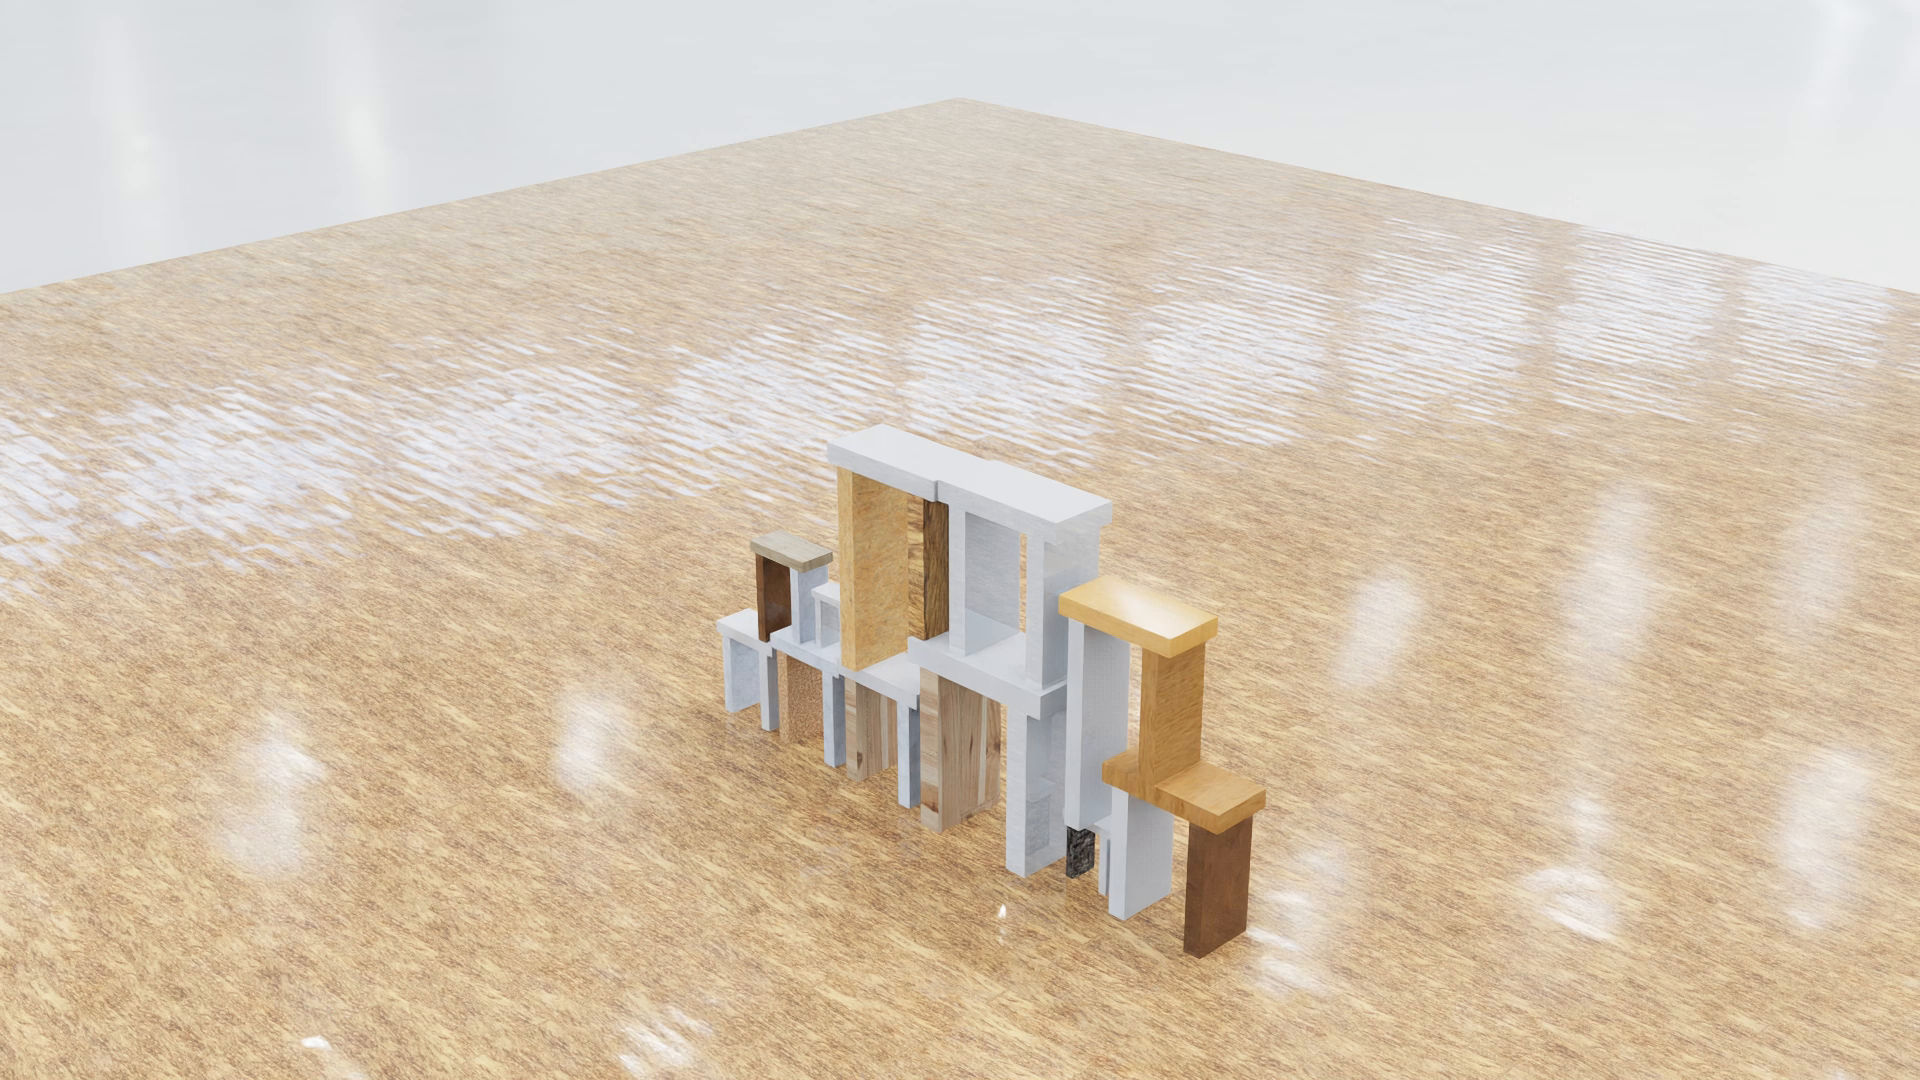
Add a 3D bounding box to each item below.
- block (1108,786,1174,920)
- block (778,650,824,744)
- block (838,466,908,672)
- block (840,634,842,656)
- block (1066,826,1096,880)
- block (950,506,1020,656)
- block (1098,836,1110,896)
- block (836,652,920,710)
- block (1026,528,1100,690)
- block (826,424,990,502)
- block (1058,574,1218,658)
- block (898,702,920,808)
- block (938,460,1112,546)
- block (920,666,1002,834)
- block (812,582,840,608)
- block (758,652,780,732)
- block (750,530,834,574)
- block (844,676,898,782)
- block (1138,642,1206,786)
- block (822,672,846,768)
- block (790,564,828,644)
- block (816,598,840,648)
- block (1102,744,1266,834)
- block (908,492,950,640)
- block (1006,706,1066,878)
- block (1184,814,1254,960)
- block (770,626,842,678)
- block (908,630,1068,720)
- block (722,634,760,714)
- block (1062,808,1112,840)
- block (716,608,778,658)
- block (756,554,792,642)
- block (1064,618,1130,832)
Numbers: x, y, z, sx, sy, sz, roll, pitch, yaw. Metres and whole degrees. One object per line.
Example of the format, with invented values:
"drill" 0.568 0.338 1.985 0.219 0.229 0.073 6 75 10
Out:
"block" 0.339 0.560 4.095 0.038 0.271 0.135 21 31 41
"block" -0.339 0.321 4.728 0.031 0.216 0.108 21 31 41
"block" -0.173 0.040 4.424 0.042 0.435 0.149 21 31 41
"block" -0.222 0.187 4.546 0.016 0.112 0.056 21 31 41
"block" 0.232 0.583 4.226 0.018 0.125 0.063 21 31 41
"block" 0.048 0.058 4.204 0.043 0.301 0.151 21 31 41
"block" 0.291 0.606 4.171 0.018 0.125 0.063 21 31 41
"block" -0.128 0.274 4.473 0.234 0.033 0.117 21 31 41
"block" 0.190 0.114 4.073 0.043 0.301 0.151 21 31 41
"block" -0.102 -0.152 4.266 0.299 0.042 0.149 21 31 41
"block" 0.317 0.134 3.935 0.262 0.037 0.131 21 31 41
"block" -0.073 0.419 4.475 0.033 0.234 0.117 21 31 41
"block" 0.119 -0.073 4.071 0.151 0.043 0.301 -21 31 -40
"block" 0.002 0.391 4.386 0.050 0.354 0.177 21 31 41
"block" -0.249 0.117 4.545 0.056 0.016 0.113 -21 31 -41
"block" -0.390 0.315 4.780 0.026 0.185 0.093 21 31 41
"block" -0.354 0.023 4.614 0.168 0.024 0.084 21 31 41
"block" -0.183 0.376 4.576 0.033 0.234 0.117 21 31 41
"block" 0.379 0.296 3.936 0.037 0.262 0.131 21 31 41
"block" -0.237 0.361 4.634 0.031 0.216 0.108 21 31 41
"block" -0.314 0.127 4.615 0.024 0.168 0.084 21 31 41
"block" -0.275 0.166 4.594 0.016 0.112 0.056 21 31 41
"block" 0.403 0.442 3.975 0.135 0.038 0.271 -21 31 -41
"block" -0.032 0.032 4.268 0.042 0.299 0.149 21 31 41
"block" 0.169 0.456 4.233 0.050 0.354 0.177 21 31 41
"block" 0.467 0.610 3.977 0.038 0.271 0.135 21 31 41
"block" -0.288 0.227 4.633 0.216 0.031 0.108 21 31 41
"block" 0.085 0.238 4.231 0.354 0.050 0.177 21 31 41
"block" -0.478 0.281 4.861 0.026 0.185 0.093 21 31 41
"block" 0.262 0.529 4.170 0.125 0.018 0.063 21 31 41
"block" -0.434 0.201 4.779 0.185 0.026 0.093 21 31 41
"block" -0.394 0.112 4.695 0.024 0.203 0.084 21 31 41
"block" 0.256 0.324 4.082 0.037 0.428 0.131 21 31 41
